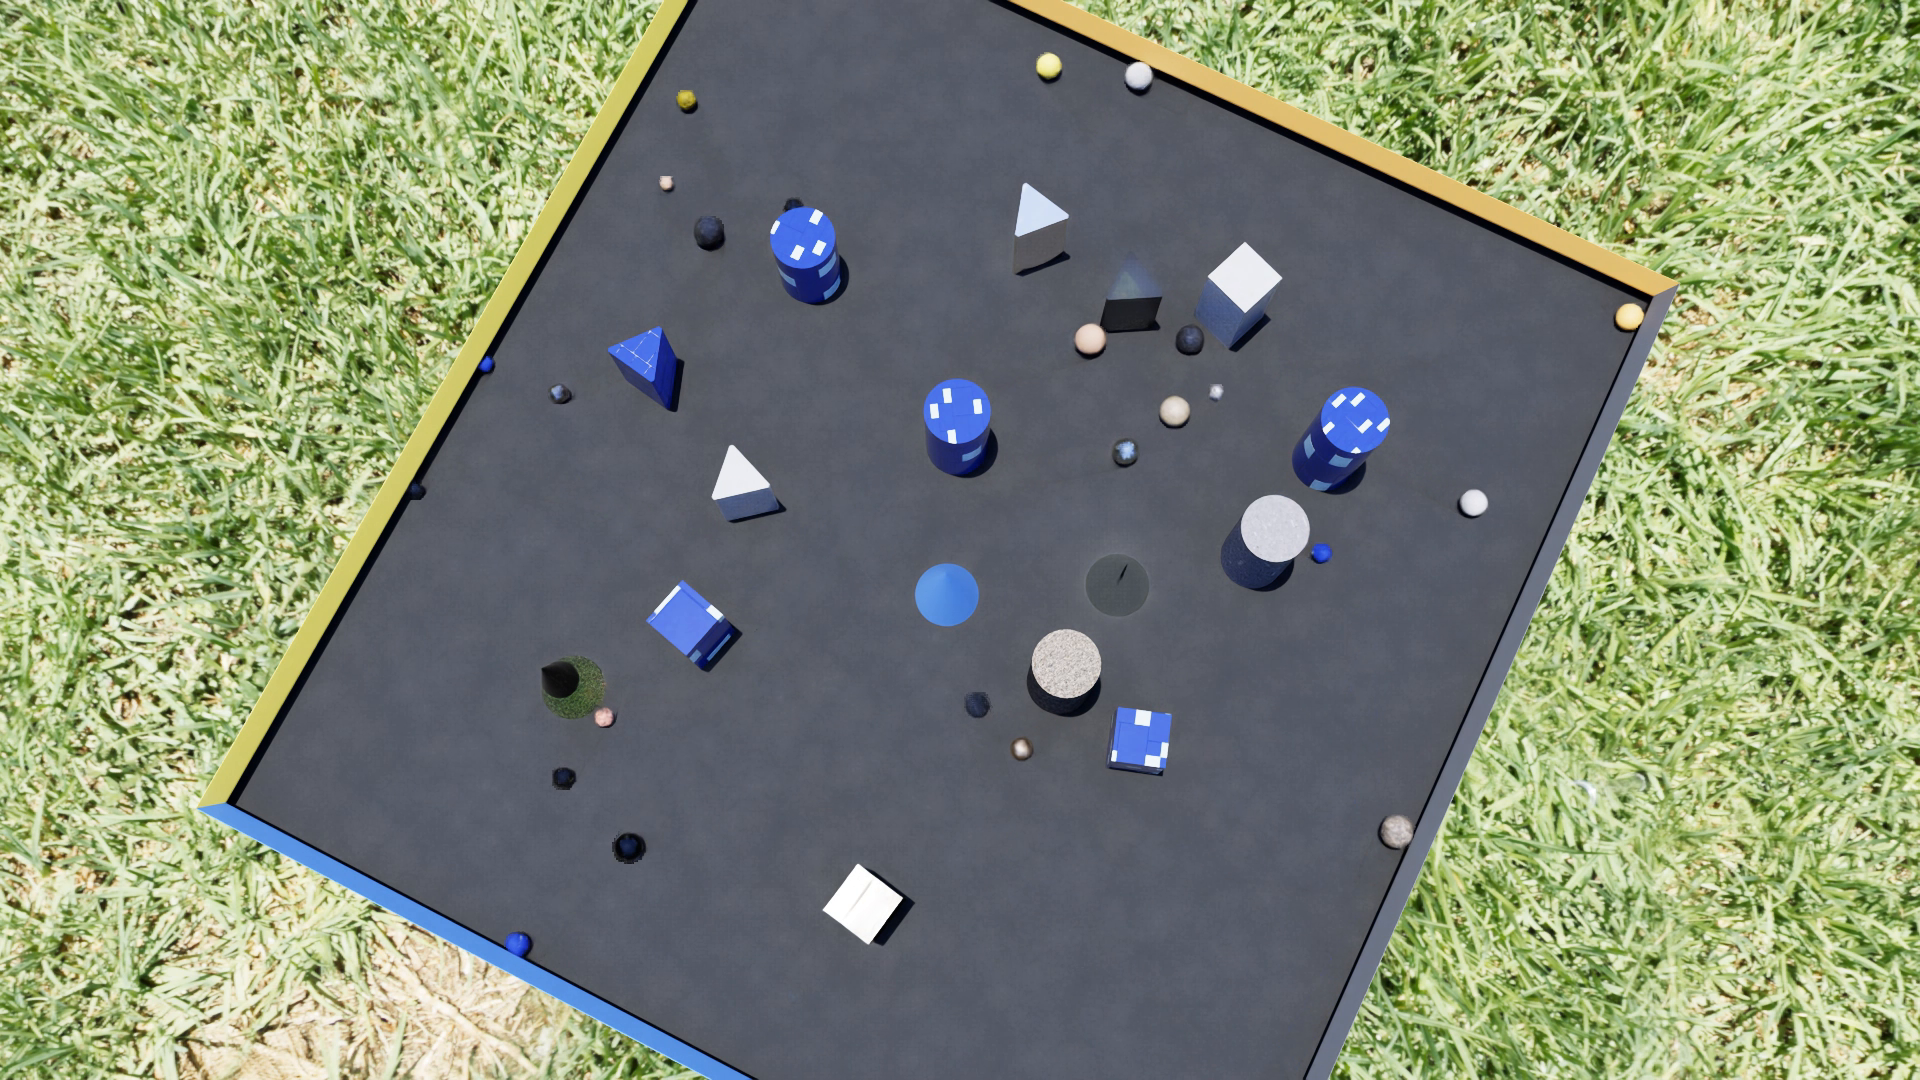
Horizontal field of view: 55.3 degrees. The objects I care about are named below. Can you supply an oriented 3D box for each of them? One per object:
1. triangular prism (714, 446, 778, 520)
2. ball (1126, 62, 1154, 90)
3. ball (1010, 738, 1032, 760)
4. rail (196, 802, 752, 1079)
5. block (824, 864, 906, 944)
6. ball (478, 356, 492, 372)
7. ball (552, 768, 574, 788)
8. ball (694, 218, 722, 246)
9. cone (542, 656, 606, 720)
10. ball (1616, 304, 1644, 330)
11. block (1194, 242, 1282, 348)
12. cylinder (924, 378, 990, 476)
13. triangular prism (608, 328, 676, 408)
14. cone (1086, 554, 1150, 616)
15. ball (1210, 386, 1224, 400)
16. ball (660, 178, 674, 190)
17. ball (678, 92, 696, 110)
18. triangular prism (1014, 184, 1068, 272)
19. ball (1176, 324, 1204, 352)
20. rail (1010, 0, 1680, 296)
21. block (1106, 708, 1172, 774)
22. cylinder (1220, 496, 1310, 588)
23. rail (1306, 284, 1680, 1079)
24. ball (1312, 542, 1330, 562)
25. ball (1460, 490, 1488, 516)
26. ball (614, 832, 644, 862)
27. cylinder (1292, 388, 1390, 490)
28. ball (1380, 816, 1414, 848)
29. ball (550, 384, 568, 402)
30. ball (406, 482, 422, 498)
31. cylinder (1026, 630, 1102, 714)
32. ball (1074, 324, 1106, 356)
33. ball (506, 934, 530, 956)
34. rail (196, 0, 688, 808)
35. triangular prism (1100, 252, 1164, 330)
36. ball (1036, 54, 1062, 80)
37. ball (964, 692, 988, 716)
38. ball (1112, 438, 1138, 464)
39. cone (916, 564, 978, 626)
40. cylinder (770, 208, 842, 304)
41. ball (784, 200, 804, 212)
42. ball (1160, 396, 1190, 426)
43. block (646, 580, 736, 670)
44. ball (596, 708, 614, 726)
[{"bbox_3d":[-0.655,-0.179,5.503,0.168,0.294,0.146,-13,79,-3],"label":"triangular prism"},{"bbox_3d":[0.576,-1.487,5.879,0.088,0.088,0.088,0,78,0],"label":"ball"},{"bbox_3d":[0.184,0.620,5.454,0.066,0.066,0.066,0,78,0],"label":"ball"},{"bbox_3d":[-0.755,1.486,5.244,3.258,0.126,0.045,26,80,5],"label":"rail"},{"bbox_3d":[-0.267,1.038,5.220,0.155,0.356,0.155,36,81,7],"label":"block"},{"bbox_3d":[-1.479,-0.547,5.705,0.048,0.048,0.048,0,78,0],"label":"ball"},{"bbox_3d":[-1.178,0.705,5.439,0.061,0.061,0.061,0,78,0],"label":"ball"},{"bbox_3d":[-0.794,-0.970,5.771,0.092,0.092,0.092,0,78,0],"label":"ball"},{"bbox_3d":[-1.166,0.401,5.313,0.194,0.432,0.194,0,78,0],"label":"cone"},{"bbox_3d":[2.089,-0.696,5.718,0.083,0.083,0.083,0,78,0],"label":"ball"},{"bbox_3d":[0.842,-0.740,5.587,0.155,0.357,0.155,-43,81,-8],"label":"block"},{"bbox_3d":[-0.008,-0.334,5.489,0.194,0.385,0.194,0,78,0],"label":"cylinder"},{"bbox_3d":[-0.931,-0.543,5.573,0.168,0.304,0.146,35,80,7],"label":"triangular prism"},{"bbox_3d":[0.480,0.103,5.417,0.194,0.349,0.194,0,78,0],"label":"cone"},{"bbox_3d":[0.795,-0.458,5.689,0.043,0.043,0.043,0,78,0],"label":"ball"},{"bbox_3d":[-0.933,-1.133,5.829,0.042,0.042,0.042,0,78,0],"label":"ball"},{"bbox_3d":[-0.875,-1.408,5.878,0.059,0.059,0.059,0,78,0],"label":"ball"},{"bbox_3d":[0.220,-0.972,5.651,0.168,0.326,0.146,-21,79,-4],"label":"triangular prism"},{"bbox_3d":[0.717,-0.627,5.701,0.088,0.088,0.088,0,78,0],"label":"ball"},{"bbox_3d":[0.755,-1.472,5.856,3.258,0.126,0.045,26,80,5],"label":"rail"},{"bbox_3d":[0.521,0.591,5.374,0.155,0.235,0.155,8,78,2],"label":"block"},{"bbox_3d":[0.893,0.010,5.399,0.194,0.422,0.194,0,78,0],"label":"cylinder"},{"bbox_3d":[1.436,0.710,5.404,0.045,0.126,3.425,26,80,5],"label":"rail"},{"bbox_3d":[1.100,0.038,5.579,0.058,0.058,0.058,0,78,0],"label":"ball"},{"bbox_3d":[1.569,-0.113,5.598,0.082,0.082,0.082,0,78,0],"label":"ball"},{"bbox_3d":[-0.974,0.902,5.387,0.083,0.083,0.083,0,78,0],"label":"ball"},{"bbox_3d":[1.123,-0.294,5.437,0.194,0.470,0.194,0,78,0],"label":"cylinder"},{"bbox_3d":[1.284,0.859,5.390,0.096,0.096,0.096,0,78,0],"label":"ball"},{"bbox_3d":[-1.243,-0.455,5.680,0.059,0.059,0.059,0,78,0],"label":"ball"},{"bbox_3d":[-1.675,-0.153,5.622,0.051,0.051,0.051,0,78,0],"label":"ball"},{"bbox_3d":[0.298,0.387,5.331,0.194,0.402,0.194,0,78,0],"label":"cylinder"},{"bbox_3d":[0.404,-0.623,5.696,0.097,0.097,0.097,0,78,0],"label":"ball"},{"bbox_3d":[-1.288,1.180,5.337,0.069,0.069,0.069,0,78,0],"label":"ball"},{"bbox_3d":[-1.436,-0.696,5.695,0.045,0.126,3.425,26,80,5],"label":"rail"},{"bbox_3d":[0.517,-0.766,5.624,0.168,0.296,0.146,-4,78,-1],"label":"triangular prism"},{"bbox_3d":[0.286,-1.522,5.892,0.079,0.079,0.079,0,78,0],"label":"ball"},{"bbox_3d":[0.050,0.492,5.479,0.071,0.071,0.071,0,78,0],"label":"ball"},{"bbox_3d":[0.508,-0.272,5.632,0.081,0.081,0.081,0,78,0],"label":"ball"},{"bbox_3d":[-0.040,0.130,5.404,0.194,0.364,0.194,0,78,0],"label":"cone"},{"bbox_3d":[-0.471,-0.873,5.637,0.194,0.314,0.194,0,78,0],"label":"cylinder"},{"bbox_3d":[-0.525,-1.049,5.802,0.061,0.061,0.061,0,78,0],"label":"ball"},{"bbox_3d":[0.662,-0.398,5.651,0.094,0.094,0.094,0,78,0],"label":"ball"},{"bbox_3d":[-0.790,0.254,5.405,0.155,0.311,0.155,40,81,8],"label":"block"},{"bbox_3d":[-1.063,0.529,5.479,0.055,0.055,0.055,0,78,0],"label":"ball"}]
